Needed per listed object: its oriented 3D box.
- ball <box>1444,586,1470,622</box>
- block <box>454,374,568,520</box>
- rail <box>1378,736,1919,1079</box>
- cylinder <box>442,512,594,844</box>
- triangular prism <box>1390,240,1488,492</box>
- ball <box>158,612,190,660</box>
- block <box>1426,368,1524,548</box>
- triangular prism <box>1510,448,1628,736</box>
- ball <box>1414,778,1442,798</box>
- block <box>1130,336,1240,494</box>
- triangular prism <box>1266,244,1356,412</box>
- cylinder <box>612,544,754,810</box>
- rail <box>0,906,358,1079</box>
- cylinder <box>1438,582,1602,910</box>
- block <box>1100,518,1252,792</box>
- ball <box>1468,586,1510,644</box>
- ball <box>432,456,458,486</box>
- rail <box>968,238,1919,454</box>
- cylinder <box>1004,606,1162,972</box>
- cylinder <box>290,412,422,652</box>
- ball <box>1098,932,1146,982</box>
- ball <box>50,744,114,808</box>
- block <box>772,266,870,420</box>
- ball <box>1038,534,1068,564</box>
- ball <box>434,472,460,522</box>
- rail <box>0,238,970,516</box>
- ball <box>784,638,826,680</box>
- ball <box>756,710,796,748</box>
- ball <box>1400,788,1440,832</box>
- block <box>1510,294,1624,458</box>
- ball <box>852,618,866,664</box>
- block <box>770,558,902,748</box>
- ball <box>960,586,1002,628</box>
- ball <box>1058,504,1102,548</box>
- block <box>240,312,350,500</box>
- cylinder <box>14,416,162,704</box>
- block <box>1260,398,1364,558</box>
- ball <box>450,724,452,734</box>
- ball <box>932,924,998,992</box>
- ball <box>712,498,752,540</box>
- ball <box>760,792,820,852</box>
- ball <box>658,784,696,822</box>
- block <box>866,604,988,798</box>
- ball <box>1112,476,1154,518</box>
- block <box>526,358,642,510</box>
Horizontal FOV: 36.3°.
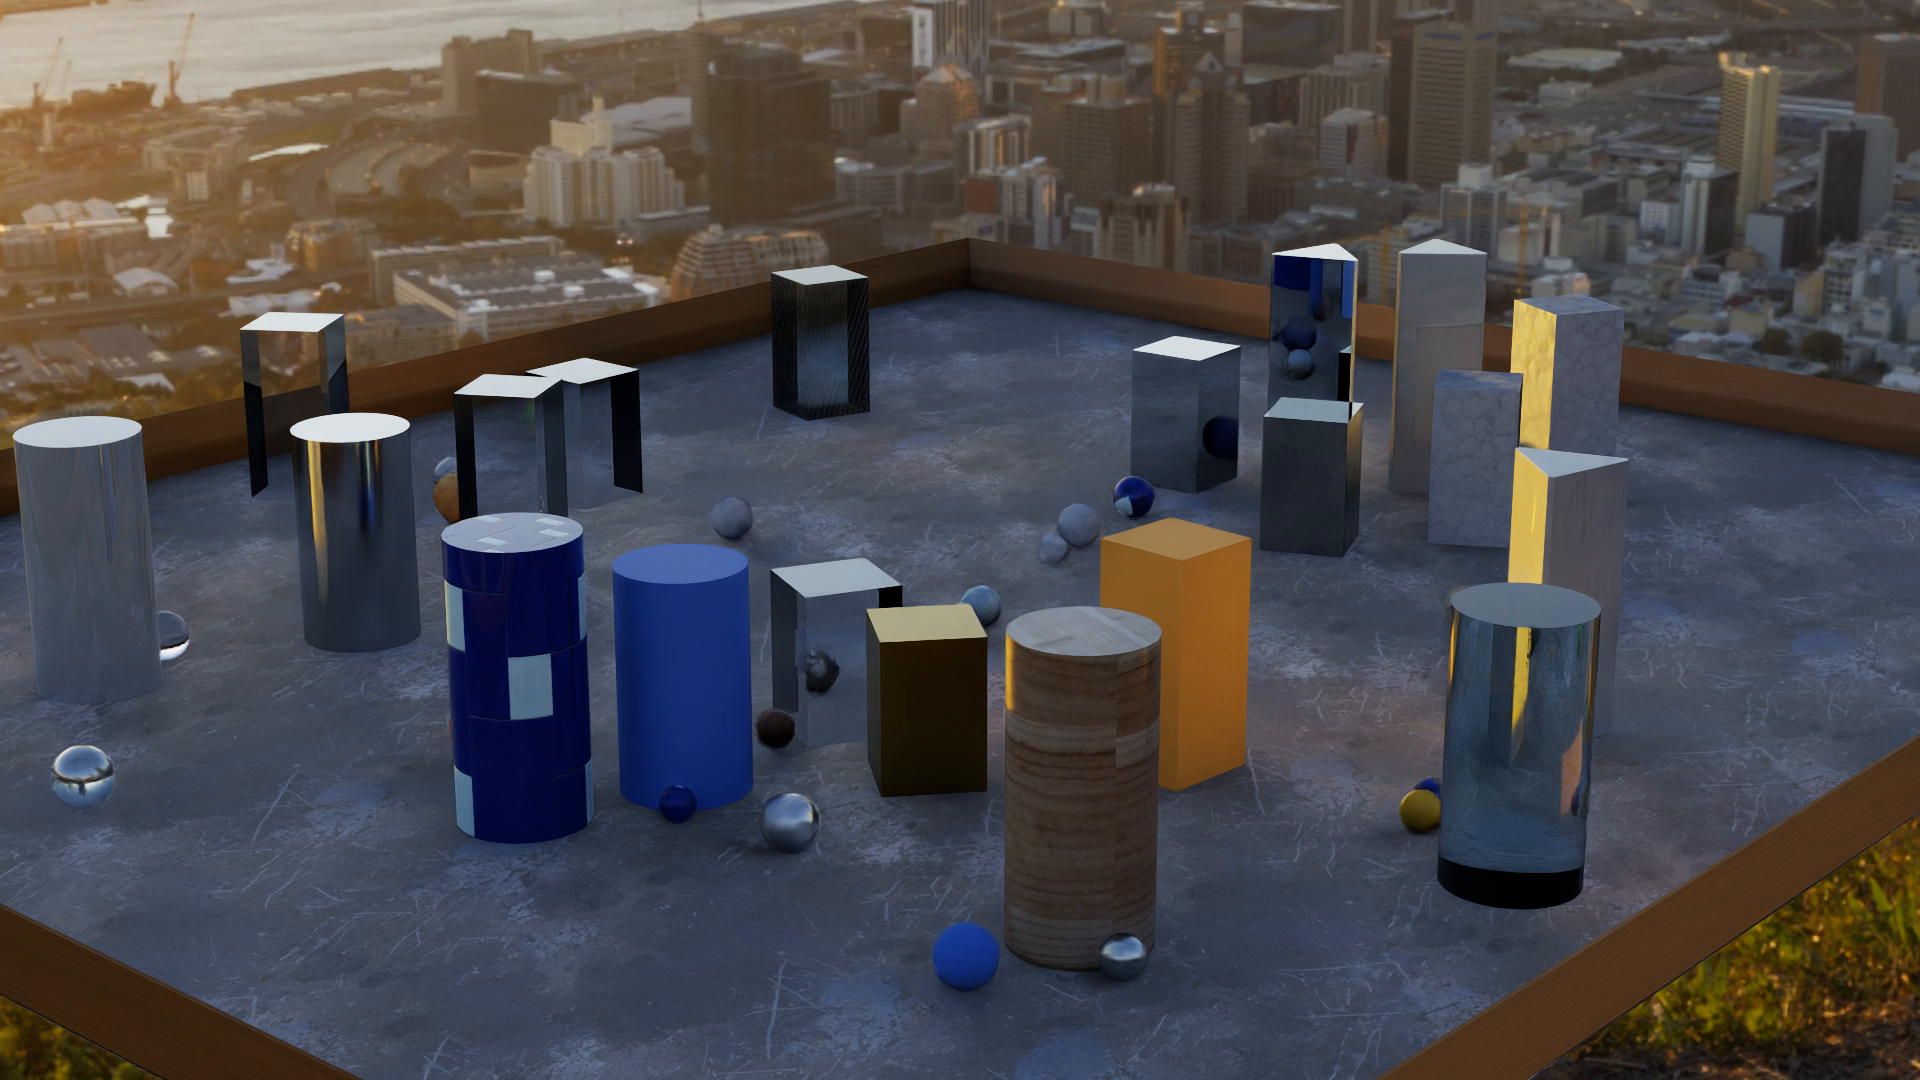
[{"bbox_3d":[0.852,0.114,4.943,0.073,0.073,0.073,0,17,0],"label":"ball"},{"bbox_3d":[-0.828,-0.143,5.416,0.154,0.291,0.154,3,17,11],"label":"block"},{"bbox_3d":[1.265,0.349,4.069,0.045,0.125,3.979,14,22,39],"label":"rail"},{"bbox_3d":[-0.614,0.191,4.085,0.193,0.421,0.193,0,17,0],"label":"cylinder"},{"bbox_3d":[0.930,-0.342,5.755,0.167,0.476,0.145,1,17,3],"label":"triangular prism"},{"bbox_3d":[-1.299,0.157,4.785,0.081,0.081,0.081,0,17,0],"label":"ball"},{"bbox_3d":[0.956,-0.153,5.441,0.154,0.295,0.154,4,17,12],"label":"block"},{"bbox_3d":[0.883,0.083,4.425,0.167,0.430,0.145,-12,21,-35],"label":"triangular prism"},{"bbox_3d":[0.666,0.361,4.171,0.044,0.044,0.044,0,17,0],"label":"ball"},{"bbox_3d":[0.446,-0.249,5.805,0.154,0.269,0.154,12,21,35],"label":"block"},{"bbox_3d":[0.700,-0.327,5.699,0.167,0.479,0.145,7,18,22],"label":"triangular prism"},{"bbox_3d":[-0.397,0.195,4.210,0.193,0.339,0.193,0,17,0],"label":"cylinder"},{"bbox_3d":[-1.289,0.460,3.699,3.398,0.125,0.045,14,22,39],"label":"rail"},{"bbox_3d":[0.738,0.270,3.877,0.193,0.389,0.193,0,17,0],"label":"cylinder"},{"bbox_3d":[0.313,0.165,4.293,0.154,0.350,0.154,16,23,42],"label":"block"},{"bbox_3d":[0.891,0.124,4.869,0.097,0.097,0.097,0,17,0],"label":"ball"},{"bbox_3d":[-0.986,-0.122,5.709,0.080,0.080,0.080,0,17,0],"label":"ball"},{"bbox_3d":[1.289,-0.398,6.542,3.398,0.125,0.045,14,22,39],"label":"rail"},{"bbox_3d":[0.153,0.312,3.690,0.193,0.417,0.193,0,17,0],"label":"cylinder"},{"bbox_3d":[-1.002,-0.014,4.870,0.193,0.358,0.193,0,17,0],"label":"cylinder"},{"bbox_3d":[0.200,0.516,3.628,0.061,0.061,0.061,0,17,0],"label":"ball"},{"bbox_3d":[-1.250,0.336,4.178,0.089,0.089,0.089,0,17,0],"label":"ball"},{"bbox_3d":[-0.302,-0.428,6.349,0.154,0.297,0.154,-10,19,-30],"label":"block"},{"bbox_3d":[0.168,0.017,5.292,0.055,0.055,0.055,0,17,0],"label":"ball"},{"bbox_3d":[-0.948,-0.081,5.546,0.096,0.096,0.096,0,17,0],"label":"ball"},{"bbox_3d":[-1.265,-0.286,6.172,0.045,0.125,3.979,14,22,39],"label":"rail"},{"bbox_3d":[-0.249,0.190,4.702,0.065,0.065,0.065,0,17,0],"label":"ball"},{"bbox_3d":[-0.276,0.283,4.406,0.058,0.058,0.058,0,17,0],"label":"ball"},{"bbox_3d":[0.643,0.378,4.088,0.061,0.061,0.061,0,17,0],"label":"ball"},{"bbox_3d":[1.199,-0.296,5.817,0.154,0.351,0.154,-6,18,-20],"label":"block"},{"bbox_3d":[-0.133,0.163,4.754,0.087,0.087,0.087,0,17,0],"label":"ball"},{"bbox_3d":[-0.188,0.170,4.470,0.154,0.238,0.154,-7,18,-22],"label":"block"},{"bbox_3d":[0.035,0.112,4.951,0.070,0.070,0.070,0,17,0],"label":"ball"},{"bbox_3d":[0.220,-0.027,5.394,0.081,0.081,0.081,0,17,0],"label":"ball"},{"bbox_3d":[-1.294,-0.262,5.732,0.154,0.336,0.154,2,17,7],"label":"block"},{"bbox_3d":[-1.374,0.030,4.627,0.193,0.415,0.193,0,17,0],"label":"cylinder"},{"bbox_3d":[0.647,-0.117,5.395,0.154,0.253,0.154,5,18,17],"label":"block"},{"bbox_3d":[-0.727,0.277,4.397,0.075,0.075,0.075,0,17,0],"label":"ball"},{"bbox_3d":[0.007,0.513,3.604,0.082,0.082,0.082,0,17,0],"label":"ball"},{"bbox_3d":[-0.423,-0.040,5.443,0.077,0.077,0.077,0,17,0],"label":"ball"},{"bbox_3d":[-0.234,0.387,4.020,0.082,0.082,0.082,0,17,0],"label":"ball"},{"bbox_3d":[-0.399,0.370,4.128,0.051,0.051,0.051,0,17,0],"label":"ball"},{"bbox_3d":[-0.049,0.232,4.268,0.154,0.235,0.154,-3,17,-9],"label":"block"},{"bbox_3d":[0.329,-0.082,5.580,0.080,0.080,0.080,0,17,0],"label":"ball"},{"bbox_3d":[-0.731,-0.208,5.705,0.154,0.249,0.154,14,22,38],"label":"block"}]
